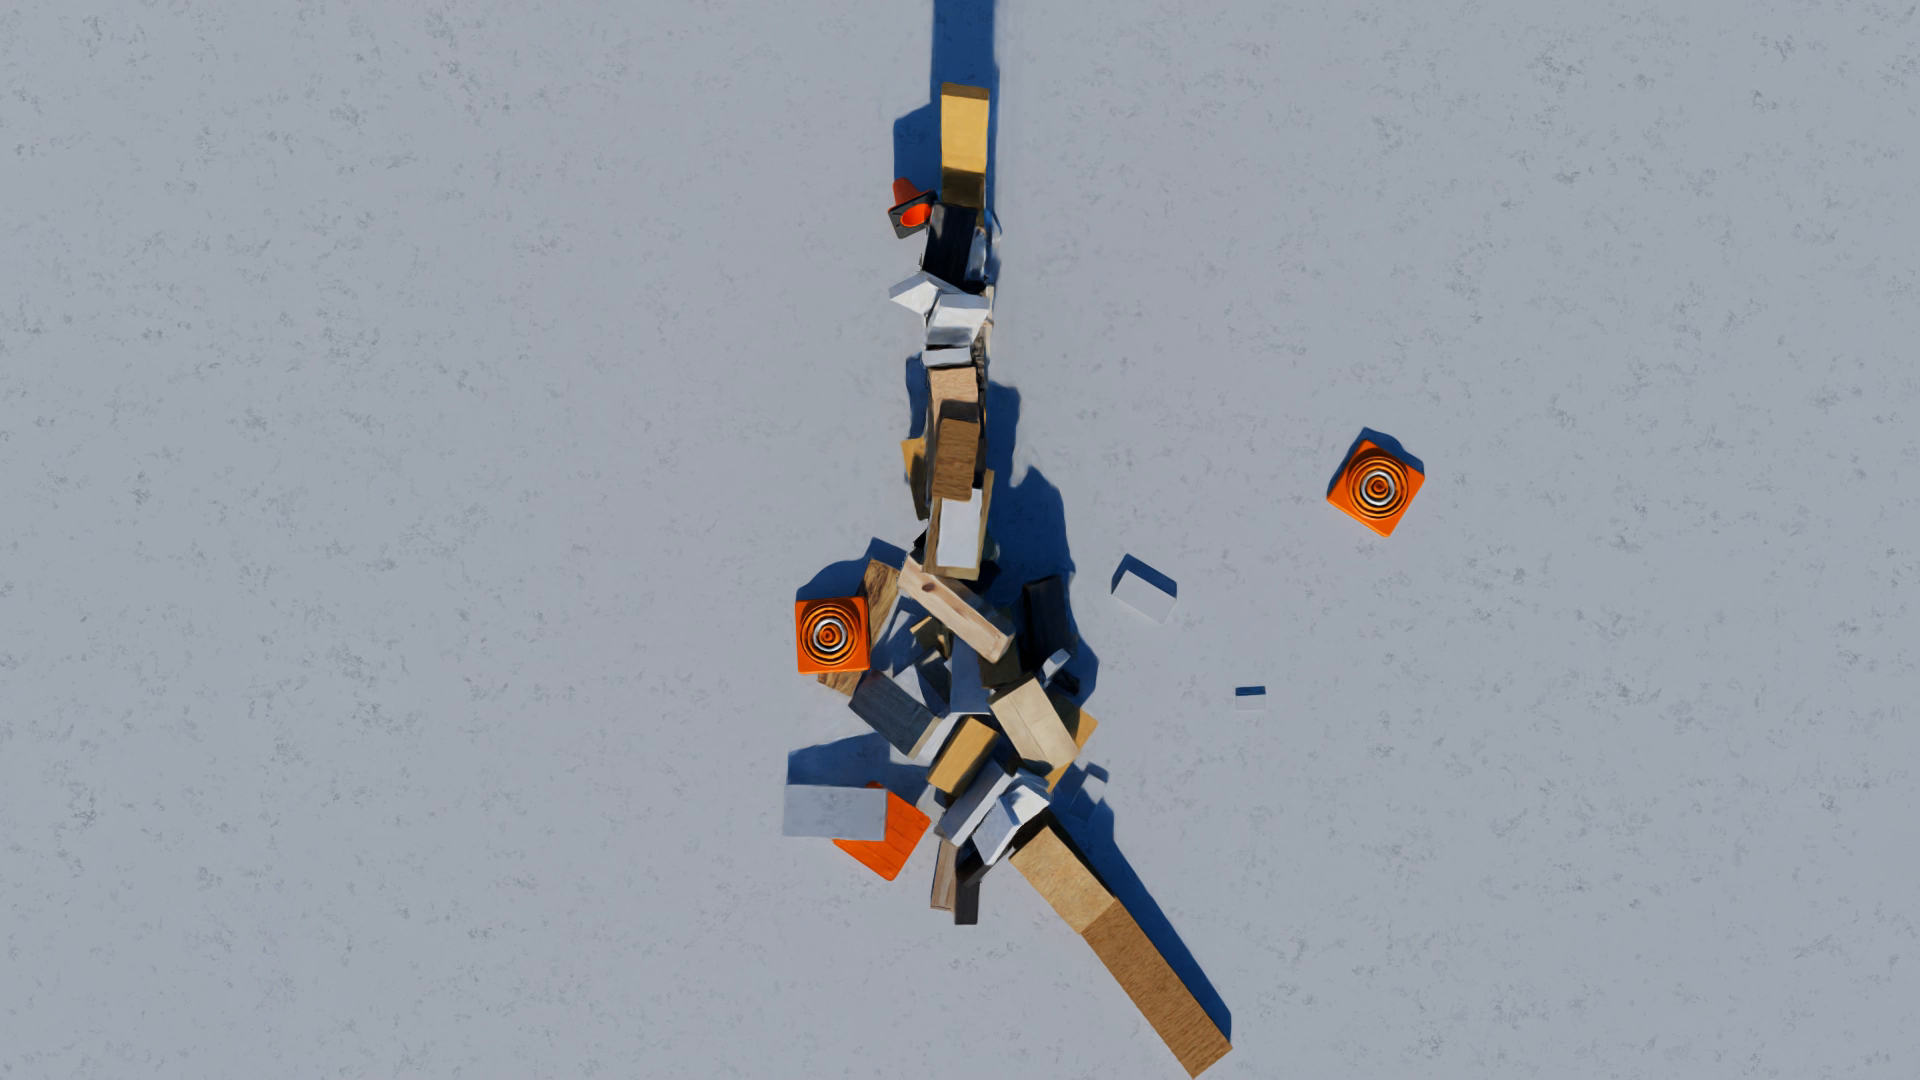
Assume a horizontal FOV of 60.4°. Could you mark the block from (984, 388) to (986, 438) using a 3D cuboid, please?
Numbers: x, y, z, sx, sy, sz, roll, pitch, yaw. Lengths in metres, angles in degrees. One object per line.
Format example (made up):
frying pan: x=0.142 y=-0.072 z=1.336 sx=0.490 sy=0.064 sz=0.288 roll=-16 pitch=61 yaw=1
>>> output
block: x=0.007 y=-0.470 z=5.429 sx=0.153 sy=0.043 sz=0.305 roll=0 pitch=107 yaw=0

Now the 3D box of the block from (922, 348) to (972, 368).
block: x=-0.038 y=-0.545 z=4.929 sx=0.140 sy=0.281 sz=0.040 roll=-5 pitch=95 yaw=1

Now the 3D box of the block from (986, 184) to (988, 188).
block: x=0.041 y=-1.138 z=5.487 sx=0.059 sy=0.017 sz=0.117 roll=23 pitch=90 yaw=10

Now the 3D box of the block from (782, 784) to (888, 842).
block: x=-0.411 y=0.900 z=5.442 sx=0.339 sy=0.048 sz=0.170 roll=2 pitch=81 yaw=7

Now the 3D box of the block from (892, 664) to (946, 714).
block: x=-0.132 y=0.507 z=5.487 sx=0.093 sy=0.026 sz=0.186 roll=-37 pitch=90 yaw=0

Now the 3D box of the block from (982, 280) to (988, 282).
block: x=0.026 y=-0.748 z=5.227 sx=0.090 sy=0.026 sz=0.181 roll=19 pitch=122 yaw=-12

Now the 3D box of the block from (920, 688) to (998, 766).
block: x=0.001 y=0.605 z=5.394 sx=0.318 sy=0.045 sz=0.159 roll=-45 pitch=123 yaw=-5

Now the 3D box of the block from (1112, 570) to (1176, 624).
block: x=0.613 y=0.190 z=5.486 sx=0.195 sy=0.028 sz=0.098 roll=30 pitch=90 yaw=0

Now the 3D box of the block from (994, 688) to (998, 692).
block: x=0.113 y=0.524 z=5.492 sx=0.119 sy=0.017 sz=0.059 roll=14 pitch=90 yaw=0

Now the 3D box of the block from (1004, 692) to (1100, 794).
block: x=0.289 y=0.685 z=5.406 sx=0.167 sy=0.047 sz=0.335 roll=36 pitch=88 yaw=-12

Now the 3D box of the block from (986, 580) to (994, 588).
block: x=0.066 y=0.167 z=5.473 sx=0.060 sy=0.017 sz=0.120 roll=20 pitch=94 yaw=-33

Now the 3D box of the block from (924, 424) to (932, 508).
block: x=-0.046 y=-0.239 z=5.312 sx=0.132 sy=0.037 sz=0.264 roll=-1 pitch=79 yaw=-5

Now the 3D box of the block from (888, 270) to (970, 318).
block: x=-0.083 y=-0.709 z=4.821 sx=0.127 sy=0.254 sz=0.036 roll=-23 pitch=69 yaw=28

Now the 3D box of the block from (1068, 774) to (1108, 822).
block: x=0.425 y=0.858 z=5.490 sx=0.072 sy=0.021 sz=0.145 roll=28 pitch=90 yaw=0

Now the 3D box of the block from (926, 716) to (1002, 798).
block: x=0.011 y=0.703 z=5.368 sx=0.127 sy=0.036 sz=0.254 roll=31 pitch=95 yaw=-20

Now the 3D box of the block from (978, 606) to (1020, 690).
block: x=0.118 y=0.347 z=5.310 sx=0.127 sy=0.036 sz=0.254 roll=-9 pitch=67 yaw=2

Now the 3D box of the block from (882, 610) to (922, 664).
block: x=-0.192 y=0.323 z=5.488 sx=0.082 sy=0.023 sz=0.164 roll=22 pitch=90 yaw=0

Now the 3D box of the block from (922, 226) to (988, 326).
block: x=-0.017 y=-0.794 z=4.977 sx=0.170 sy=0.339 sz=0.048 roll=0 pitch=46 yaw=-5

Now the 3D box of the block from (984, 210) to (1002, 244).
block: x=0.098 y=-1.042 z=5.493 sx=0.050 sy=0.014 sz=0.099 roll=-24 pitch=90 yaw=0

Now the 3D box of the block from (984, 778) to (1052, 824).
block: x=0.189 y=0.860 z=5.344 sx=0.112 sy=0.032 sz=0.223 roll=35 pitch=131 yaw=-10

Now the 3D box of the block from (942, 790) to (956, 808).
block: x=-0.006 y=0.844 z=5.448 sx=0.089 sy=0.025 sz=0.178 roll=-13 pitch=102 yaw=0

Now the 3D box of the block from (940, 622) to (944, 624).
block: x=-0.041 y=0.301 z=5.476 sx=0.060 sy=0.017 sz=0.120 roll=-15 pitch=103 yaw=4

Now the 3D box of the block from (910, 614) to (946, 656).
block: x=-0.075 y=0.342 z=5.464 sx=0.093 sy=0.026 sz=0.186 roll=-33 pitch=101 yaw=7

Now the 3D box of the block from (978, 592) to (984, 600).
block: x=0.012 y=0.108 z=5.403 sx=0.134 sy=0.038 sz=0.267 roll=-9 pitch=63 yaw=21

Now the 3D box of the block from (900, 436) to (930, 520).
block: x=-0.099 y=-0.207 z=5.387 sx=0.132 sy=0.037 sz=0.264 roll=-12 pitch=94 yaw=6

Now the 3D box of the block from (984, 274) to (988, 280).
block: x=0.041 y=-0.803 z=5.226 sx=0.053 sy=0.015 sz=0.105 roll=26 pitch=109 yaw=-16

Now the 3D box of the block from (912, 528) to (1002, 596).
block: x=-0.008 y=0.057 z=5.318 sx=0.267 sy=0.038 sz=0.134 roll=43 pitch=63 yaw=4

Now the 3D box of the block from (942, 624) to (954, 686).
block: x=0.018 y=0.398 z=5.444 sx=0.126 sy=0.036 sz=0.252 roll=-4 pitch=85 yaw=-30

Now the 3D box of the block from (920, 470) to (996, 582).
block: x=-0.007 y=-0.059 z=5.169 sx=0.176 sy=0.050 sz=0.351 roll=9 pitch=90 yaw=-11

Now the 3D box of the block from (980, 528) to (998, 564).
block: x=0.011 y=-0.044 z=5.309 sx=0.132 sy=0.037 sz=0.264 roll=-21 pitch=74 yaw=-11

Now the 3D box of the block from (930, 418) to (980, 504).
block: x=-0.015 y=-0.243 z=5.056 sx=0.122 sy=0.035 sz=0.244 roll=9 pitch=81 yaw=-8

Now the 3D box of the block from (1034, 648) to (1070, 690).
block: x=0.245 y=0.477 z=5.346 sx=0.039 sy=0.136 sz=0.273 roll=40 pitch=112 yaw=11

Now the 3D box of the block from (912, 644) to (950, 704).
block: x=-0.063 y=0.446 z=5.461 sx=0.093 sy=0.026 sz=0.186 roll=-37 pitch=101 yaw=9

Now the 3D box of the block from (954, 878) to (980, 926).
block: x=0.022 y=1.201 z=5.478 sx=0.076 sy=0.021 sz=0.151 roll=2 pitch=92 yaw=-14
